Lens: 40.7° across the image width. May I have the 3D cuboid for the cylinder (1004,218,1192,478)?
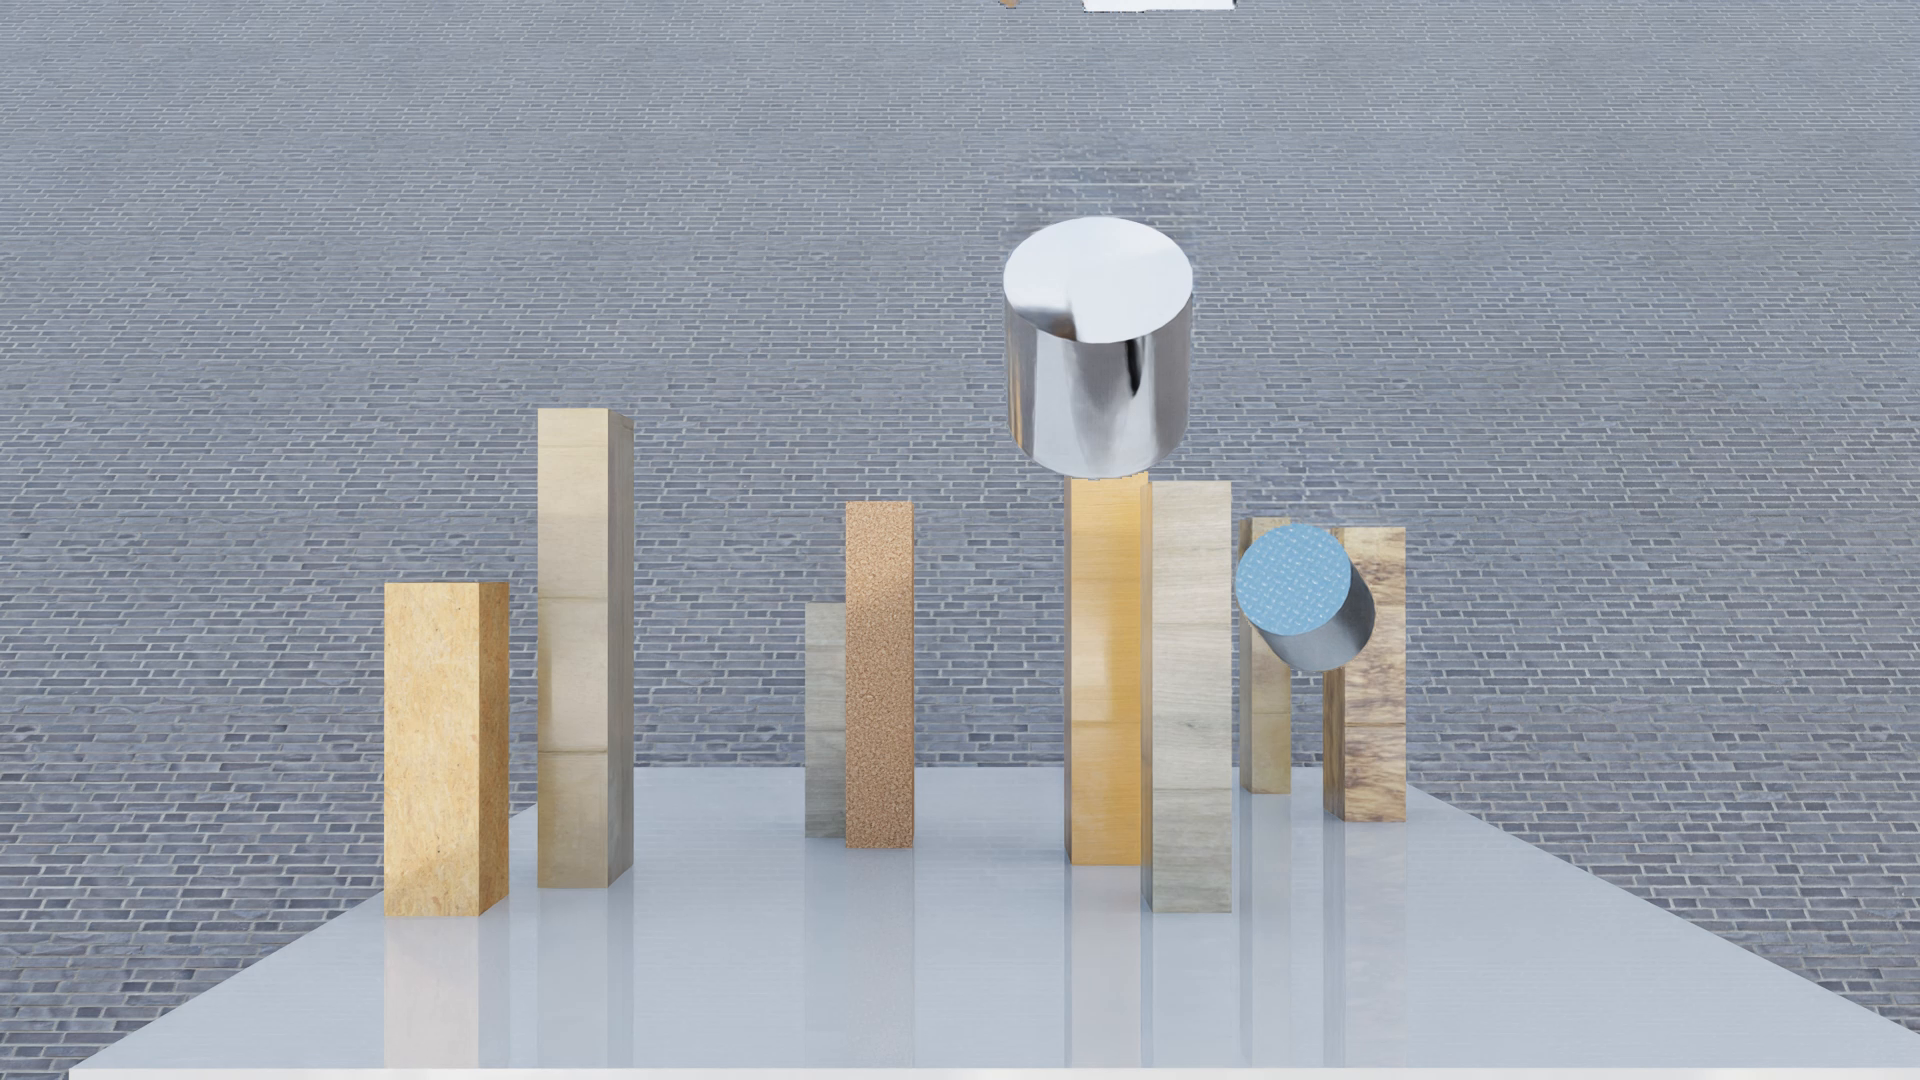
[{"bbox_3d":[0.147,-0.204,2.755,0.196,0.196,0.196,-1,47,2],"label":"cylinder"}]

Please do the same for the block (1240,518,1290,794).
[{"bbox_3d":[0.712,0.266,6.055,0.089,0.631,0.266,0,-1,0],"label":"block"}]

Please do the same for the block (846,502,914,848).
[{"bbox_3d":[-0.151,0.251,4.944,0.122,0.642,0.300,0,-1,0],"label":"block"}]

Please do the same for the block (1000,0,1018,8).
[{"bbox_3d":[0.046,-0.626,2.592,0.107,0.107,0.107,34,66,7],"label":"block"}]

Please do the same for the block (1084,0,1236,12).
[{"bbox_3d":[0.198,-0.643,2.606,0.154,0.154,0.154,-3,48,-10],"label":"block"}]

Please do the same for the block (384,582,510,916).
[{"bbox_3d":[-0.790,0.314,4.002,0.141,0.498,0.261,0,-1,0],"label":"block"}]

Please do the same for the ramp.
[{"bbox_3d":[0.070,0.619,4.701,2.000,0.100,4.000,0,-1,0],"label":"ramp"}]

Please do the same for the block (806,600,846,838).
[{"bbox_3d":[-0.226,0.347,5.100,0.141,0.451,0.259,0,-1,0],"label":"block"}]

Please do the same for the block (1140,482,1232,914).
[{"bbox_3d":[0.350,0.238,4.033,0.119,0.650,0.259,0,-1,0],"label":"block"}]

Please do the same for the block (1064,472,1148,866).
[{"bbox_3d":[0.262,0.225,4.682,0.134,0.688,0.315,0,-1,0],"label":"block"}]

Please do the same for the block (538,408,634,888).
[{"bbox_3d":[-0.630,0.177,4.379,0.114,0.779,0.339,0,-1,0],"label":"block"}]

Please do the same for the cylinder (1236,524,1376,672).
[{"bbox_3d":[0.353,0.060,2.637,0.118,0.118,0.118,-8,67,19],"label":"cylinder"}]

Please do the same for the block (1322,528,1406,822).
[{"bbox_3d":[0.845,0.275,5.433,0.124,0.601,0.317,0,-1,0],"label":"block"}]
